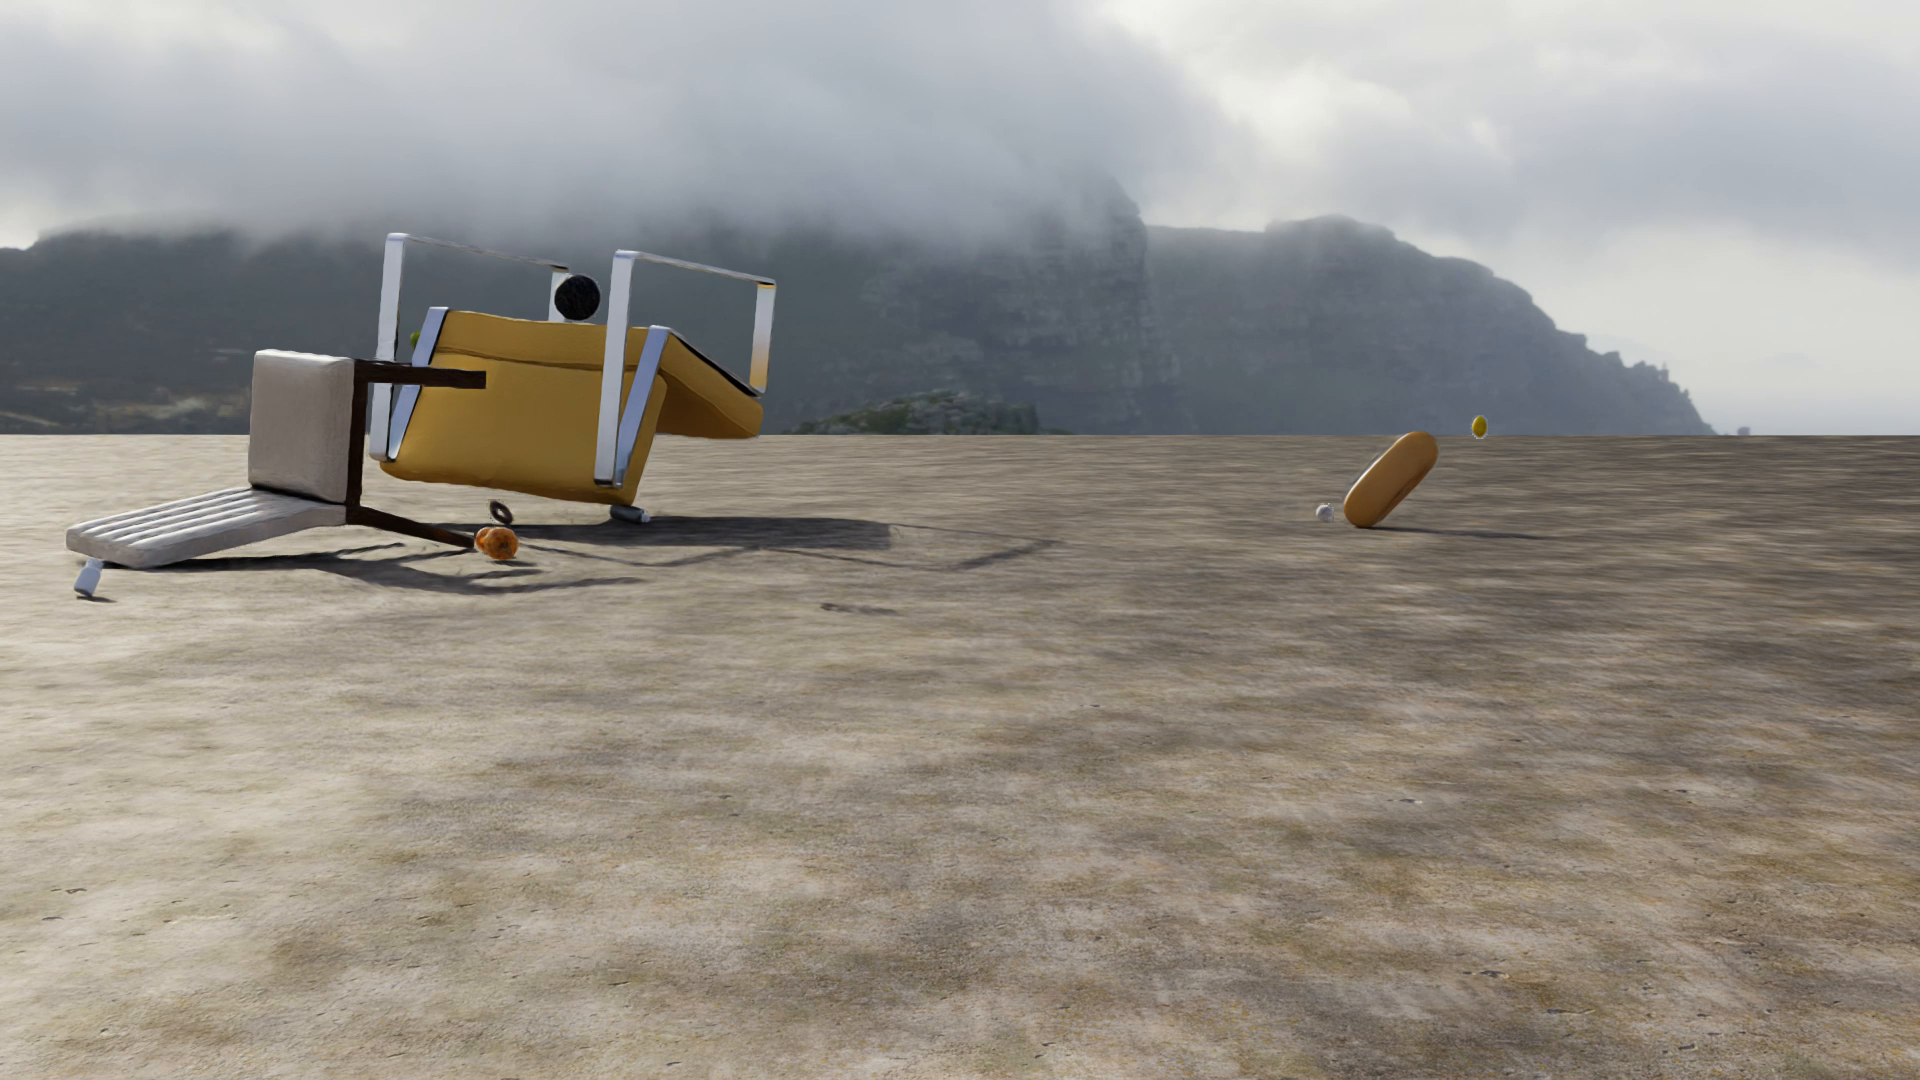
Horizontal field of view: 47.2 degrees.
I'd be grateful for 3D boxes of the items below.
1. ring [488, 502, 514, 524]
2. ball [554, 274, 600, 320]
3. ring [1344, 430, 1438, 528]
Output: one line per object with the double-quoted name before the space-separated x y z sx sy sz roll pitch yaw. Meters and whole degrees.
"ring" -1.514 -0.090 7.255 0.053 0.101 0.036 -45 -8 -23
"ball" -1.013 -0.642 5.817 0.120 0.120 0.120 0 4 0
"ring" 1.394 -0.196 7.117 0.129 0.385 0.166 47 18 18
